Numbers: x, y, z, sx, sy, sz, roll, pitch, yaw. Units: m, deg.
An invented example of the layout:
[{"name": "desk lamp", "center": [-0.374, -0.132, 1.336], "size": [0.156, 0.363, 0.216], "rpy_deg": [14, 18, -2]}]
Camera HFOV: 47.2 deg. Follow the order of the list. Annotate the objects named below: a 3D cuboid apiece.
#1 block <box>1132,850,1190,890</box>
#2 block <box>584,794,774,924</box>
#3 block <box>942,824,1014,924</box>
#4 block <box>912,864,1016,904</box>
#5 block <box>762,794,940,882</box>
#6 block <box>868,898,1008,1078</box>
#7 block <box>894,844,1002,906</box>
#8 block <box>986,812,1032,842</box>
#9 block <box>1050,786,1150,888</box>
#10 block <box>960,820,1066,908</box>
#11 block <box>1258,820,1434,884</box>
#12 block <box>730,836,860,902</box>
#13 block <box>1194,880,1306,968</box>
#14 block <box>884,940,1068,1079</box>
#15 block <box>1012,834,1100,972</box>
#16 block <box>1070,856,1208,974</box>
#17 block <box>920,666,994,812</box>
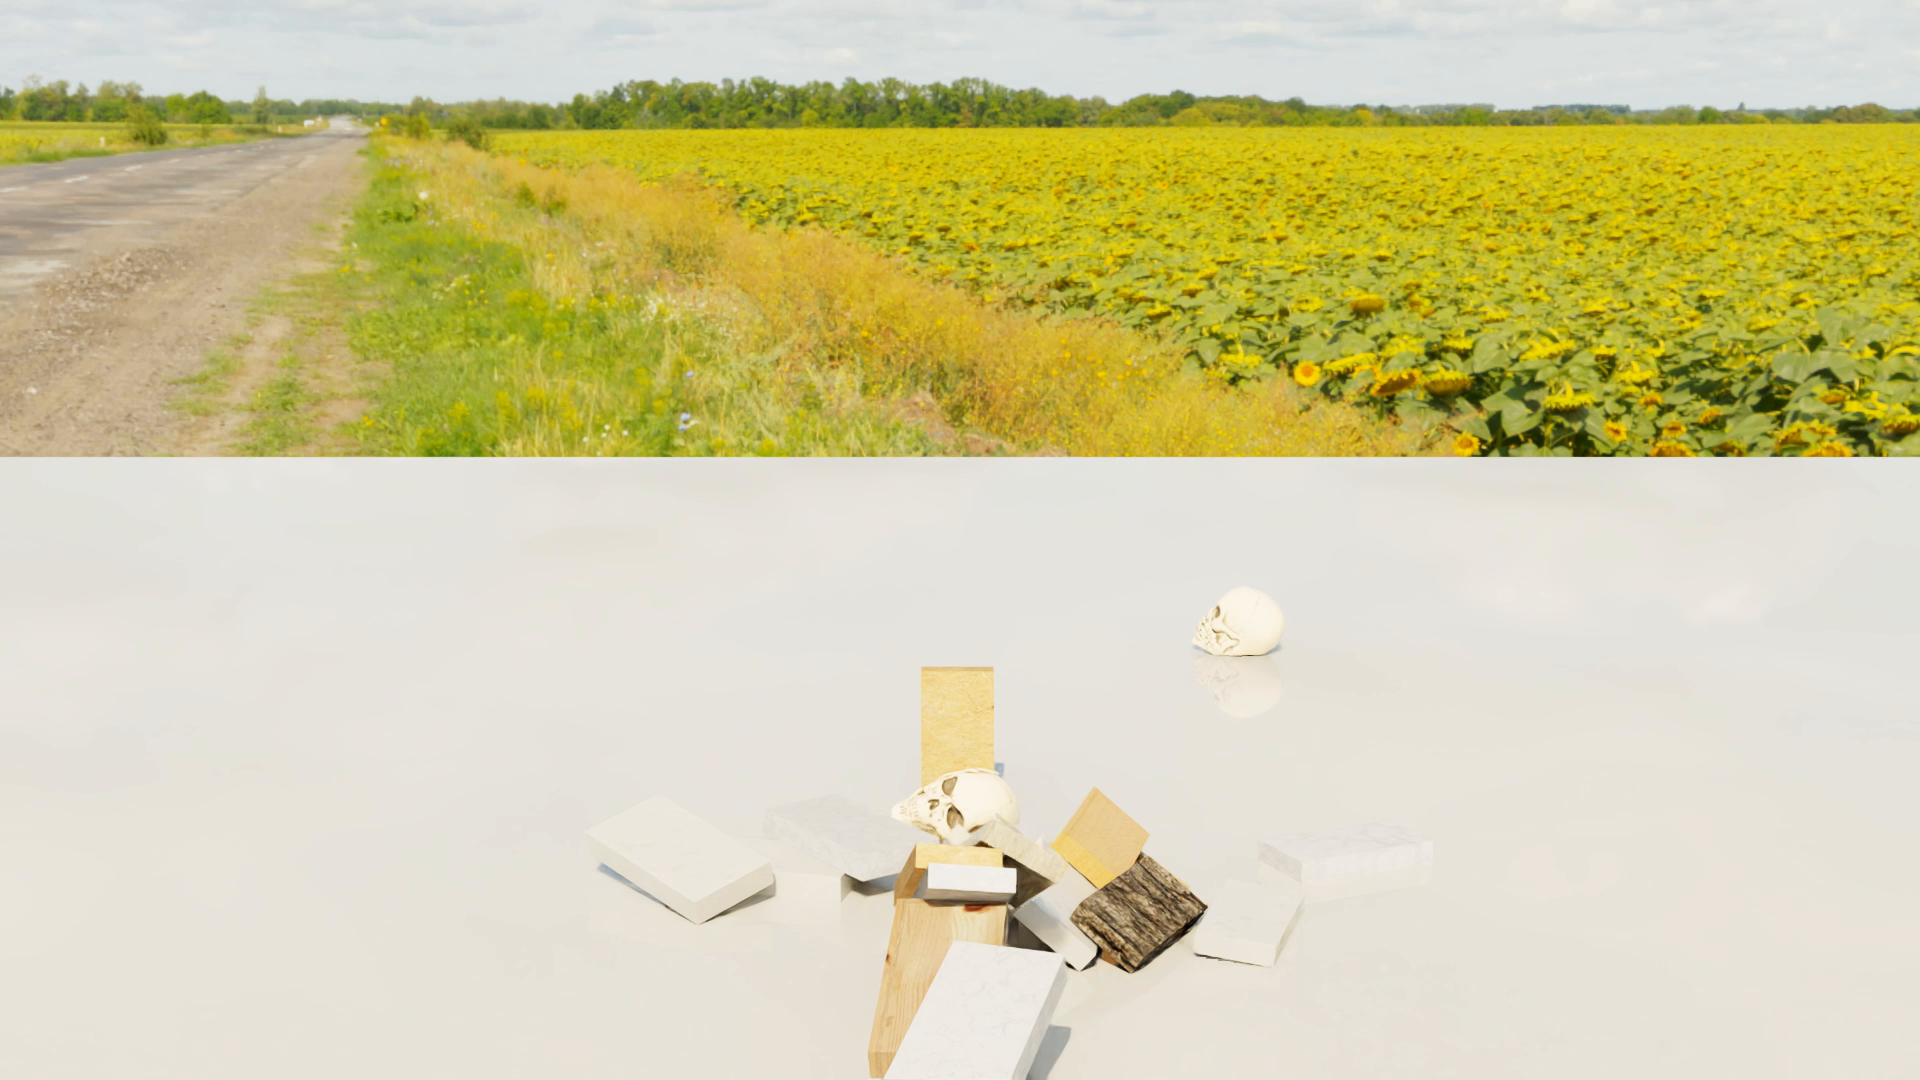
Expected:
[{"name": "block", "center": [0.266, 0.565, 3.697], "size": [0.135, 0.038, 0.270], "rpy_deg": [-4, 11, -19]}, {"name": "block", "center": [-0.471, 0.528, 3.665], "size": [0.155, 0.044, 0.311], "rpy_deg": [-25, 32, -36]}, {"name": "block", "center": [0.030, 0.541, 3.543], "size": [0.135, 0.038, 0.269], "rpy_deg": [40, 5, -1]}, {"name": "block", "center": [0.003, 0.508, 3.147], "size": [0.122, 0.035, 0.245], "rpy_deg": [4, -21, -5]}, {"name": "block", "center": [-0.189, 0.506, 3.761], "size": [0.155, 0.044, 0.310], "rpy_deg": [-8, 13, -36]}, {"name": "block", "center": [-0.025, 0.601, 2.967], "size": [0.155, 0.044, 0.310], "rpy_deg": [0, 30, 7]}, {"name": "block", "center": [-0.021, 0.495, 3.213], "size": [0.122, 0.035, 0.292], "rpy_deg": [5, -21, -6]}, {"name": "block", "center": [0.105, 0.543, 3.607], "size": [0.135, 0.038, 0.269], "rpy_deg": [39, 7, -9]}, {"name": "block", "center": [0.235, 0.499, 3.659], "size": [0.126, 0.036, 0.252], "rpy_deg": [40, 18, 5]}, {"name": "block", "center": [0.065, 0.477, 3.229], "size": [0.122, 0.035, 0.245], "rpy_deg": [30, -21, -2]}, {"name": "block", "center": [0.672, 0.541, 3.829], "size": [0.270, 0.038, 0.135], "rpy_deg": [-5, 12, -24]}, {"name": "block", "center": [-0.327, 0.556, 3.734], "size": [0.310, 0.044, 0.155], "rpy_deg": [3, 11, 14]}, {"name": "block", "center": [0.460, 0.603, 3.475], "size": [0.126, 0.036, 0.252], "rpy_deg": [8, 12, 18]}, {"name": "block", "center": [0.018, 0.634, 2.803], "size": [0.155, 0.044, 0.310], "rpy_deg": [4, 30, 19]}, {"name": "block", "center": [0.158, 0.566, 3.449], "size": [0.135, 0.038, 0.269], "rpy_deg": [41, 14, -3]}, {"name": "block", "center": [0.282, 0.582, 3.439], "size": [0.126, 0.036, 0.252], "rpy_deg": [40, 26, 17]}, {"name": "block", "center": [-0.005, 0.372, 4.103], "size": [0.135, 0.270, 0.038], "rpy_deg": [0, 11, 0]}]
